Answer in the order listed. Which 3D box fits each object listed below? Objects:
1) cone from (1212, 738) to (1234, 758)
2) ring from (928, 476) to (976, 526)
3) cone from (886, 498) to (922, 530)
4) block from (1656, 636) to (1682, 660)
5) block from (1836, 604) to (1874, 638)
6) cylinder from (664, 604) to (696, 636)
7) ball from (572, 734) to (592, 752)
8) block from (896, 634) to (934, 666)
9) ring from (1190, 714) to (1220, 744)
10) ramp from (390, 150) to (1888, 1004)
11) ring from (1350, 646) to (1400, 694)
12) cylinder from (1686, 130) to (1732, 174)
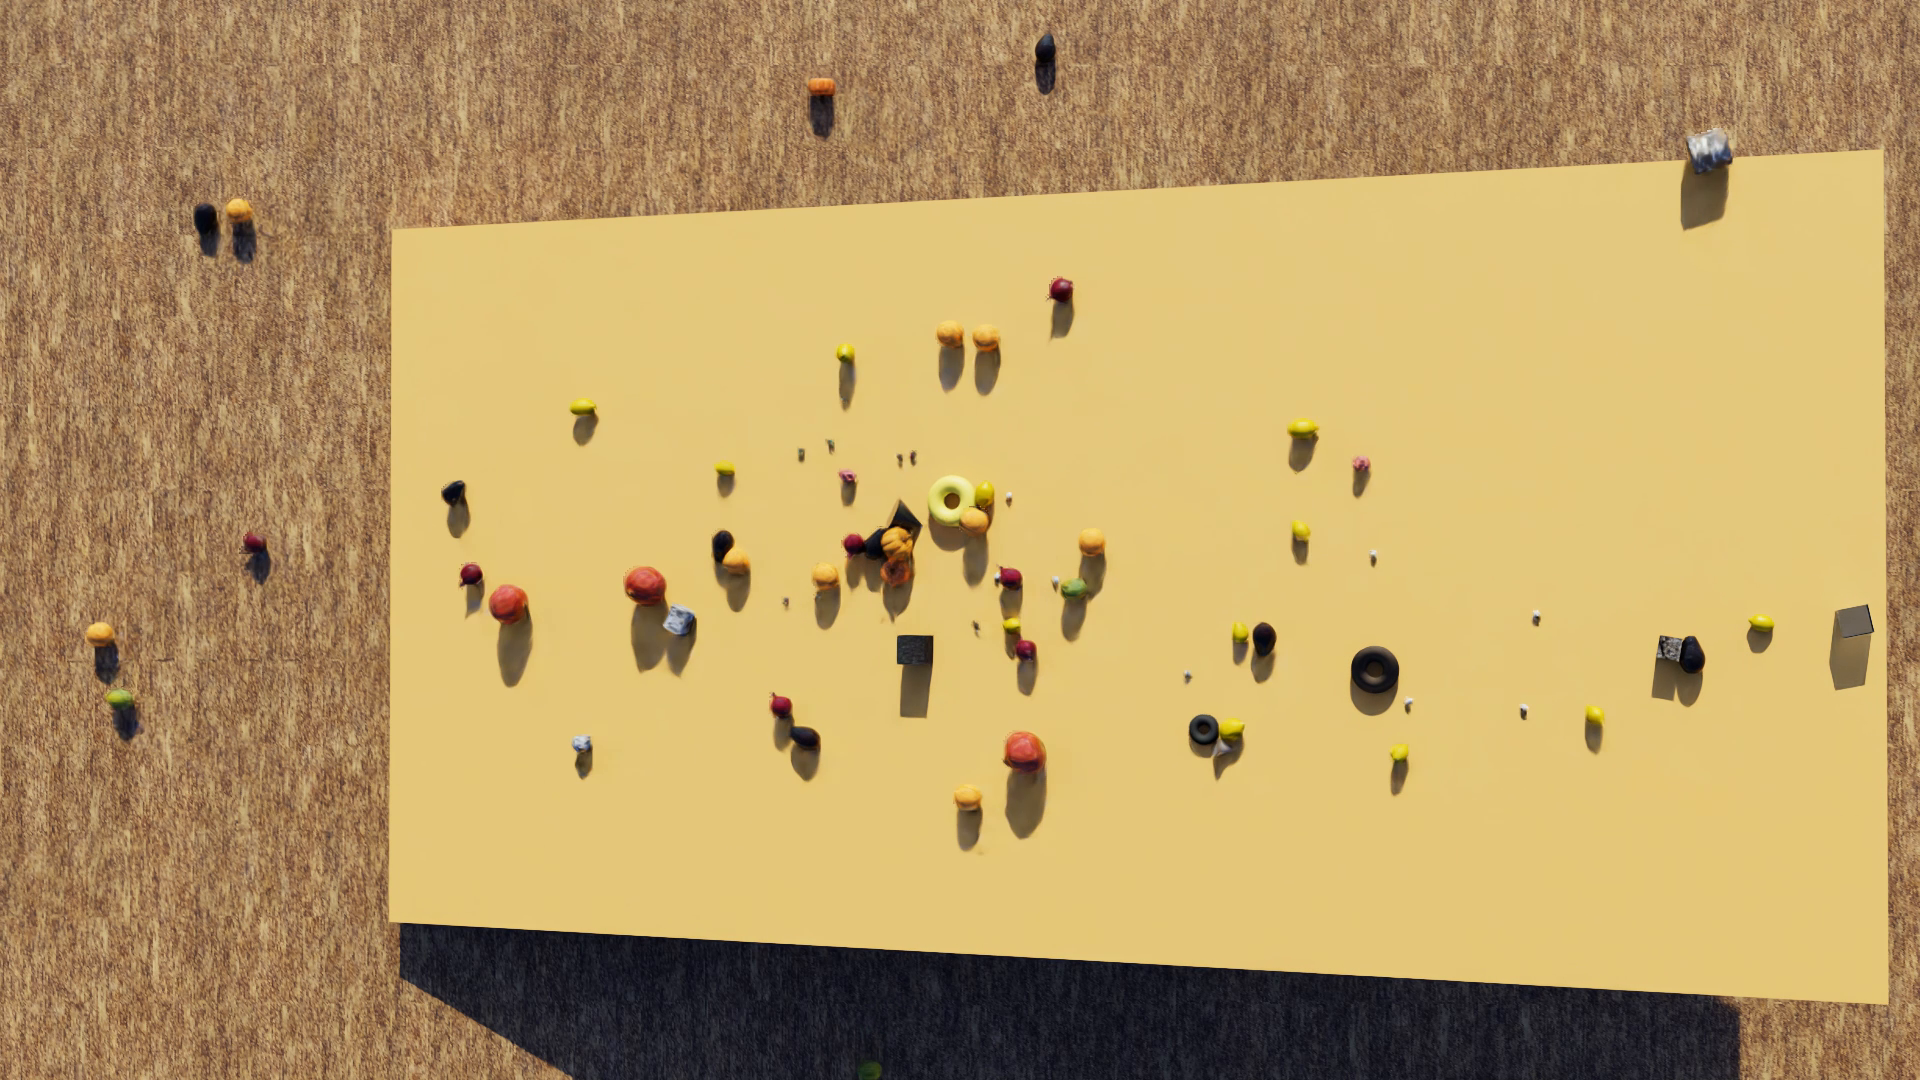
[{"bbox_3d":[0.677,0.531,5.599,0.051,0.051,0.051,7,89,-17],"label":"cone"},{"bbox_3d":[-0.021,-0.103,5.818,0.137,0.046,0.137,0,90,17],"label":"ring"},{"bbox_3d":[-0.137,-0.053,5.856,0.092,0.092,0.092,23,89,-10],"label":"cone"},{"bbox_3d":[1.697,0.258,5.262,0.053,0.053,0.053,10,92,18],"label":"block"},{"bbox_3d":[2.088,0.189,5.131,0.067,0.067,0.067,-13,85,17],"label":"block"},{"bbox_3d":[-0.771,0.219,6.041,0.067,0.067,0.067,24,97,0],"label":"cylinder"},{"bbox_3d":[-1.055,0.566,6.133,0.054,0.054,0.054,0,89,0],"label":"ball"},{"bbox_3d":[-0.119,0.291,5.827,0.076,0.076,0.076,1,89,18],"label":"block"},{"bbox_3d":[0.623,0.483,5.614,0.080,0.027,0.080,0,91,21],"label":"ring"},{"bbox_3d":[0.275,0.093,5.797,4.000,0.100,2.000,0,89,18],"label":"ramp"},{"bbox_3d":[1.034,0.323,5.479,0.120,0.040,0.120,0,90,17],"label":"ring"},{"bbox_3d":[1.784,-0.924,5.235,0.085,0.085,0.085,-16,89,16],"label":"cylinder"}]
